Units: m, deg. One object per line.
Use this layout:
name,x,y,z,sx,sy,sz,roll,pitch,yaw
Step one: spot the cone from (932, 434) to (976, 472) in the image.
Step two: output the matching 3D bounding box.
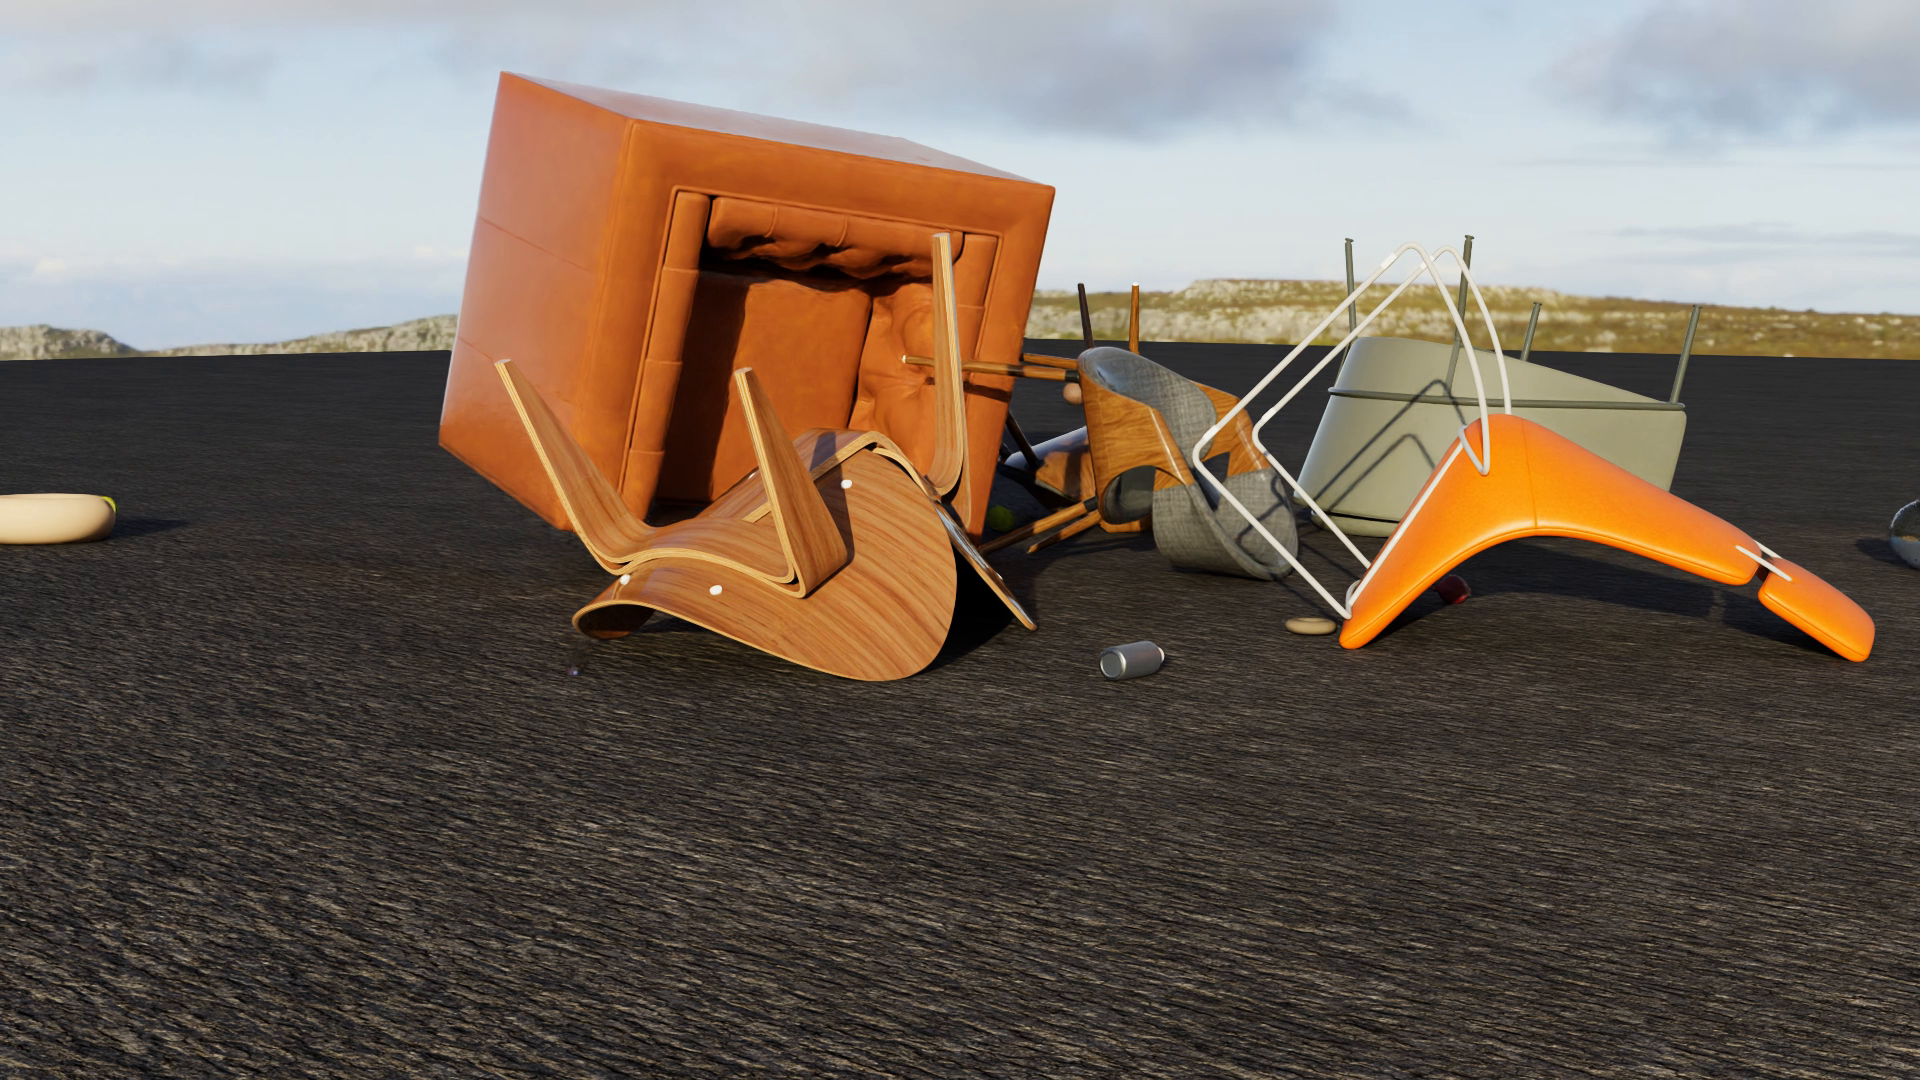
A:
cone,-0.005,-0.264,8.657,0.161,0.183,0.092,-3,52,-31

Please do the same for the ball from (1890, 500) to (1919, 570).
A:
ball,2.167,-0.012,5.747,0.160,0.160,0.160,0,6,0

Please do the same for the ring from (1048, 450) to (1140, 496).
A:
ring,0.409,-0.202,7.810,0.279,0.116,0.448,-2,7,-4

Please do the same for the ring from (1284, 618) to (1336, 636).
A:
ring,0.649,0.160,4.744,0.091,0.025,0.102,-3,6,-32

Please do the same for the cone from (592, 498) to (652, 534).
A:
cone,-0.856,-0.040,6.575,0.156,0.090,0.105,16,36,-15

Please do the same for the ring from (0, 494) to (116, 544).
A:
ring,-2.274,-0.052,6.377,0.333,0.114,0.288,-1,5,-13
